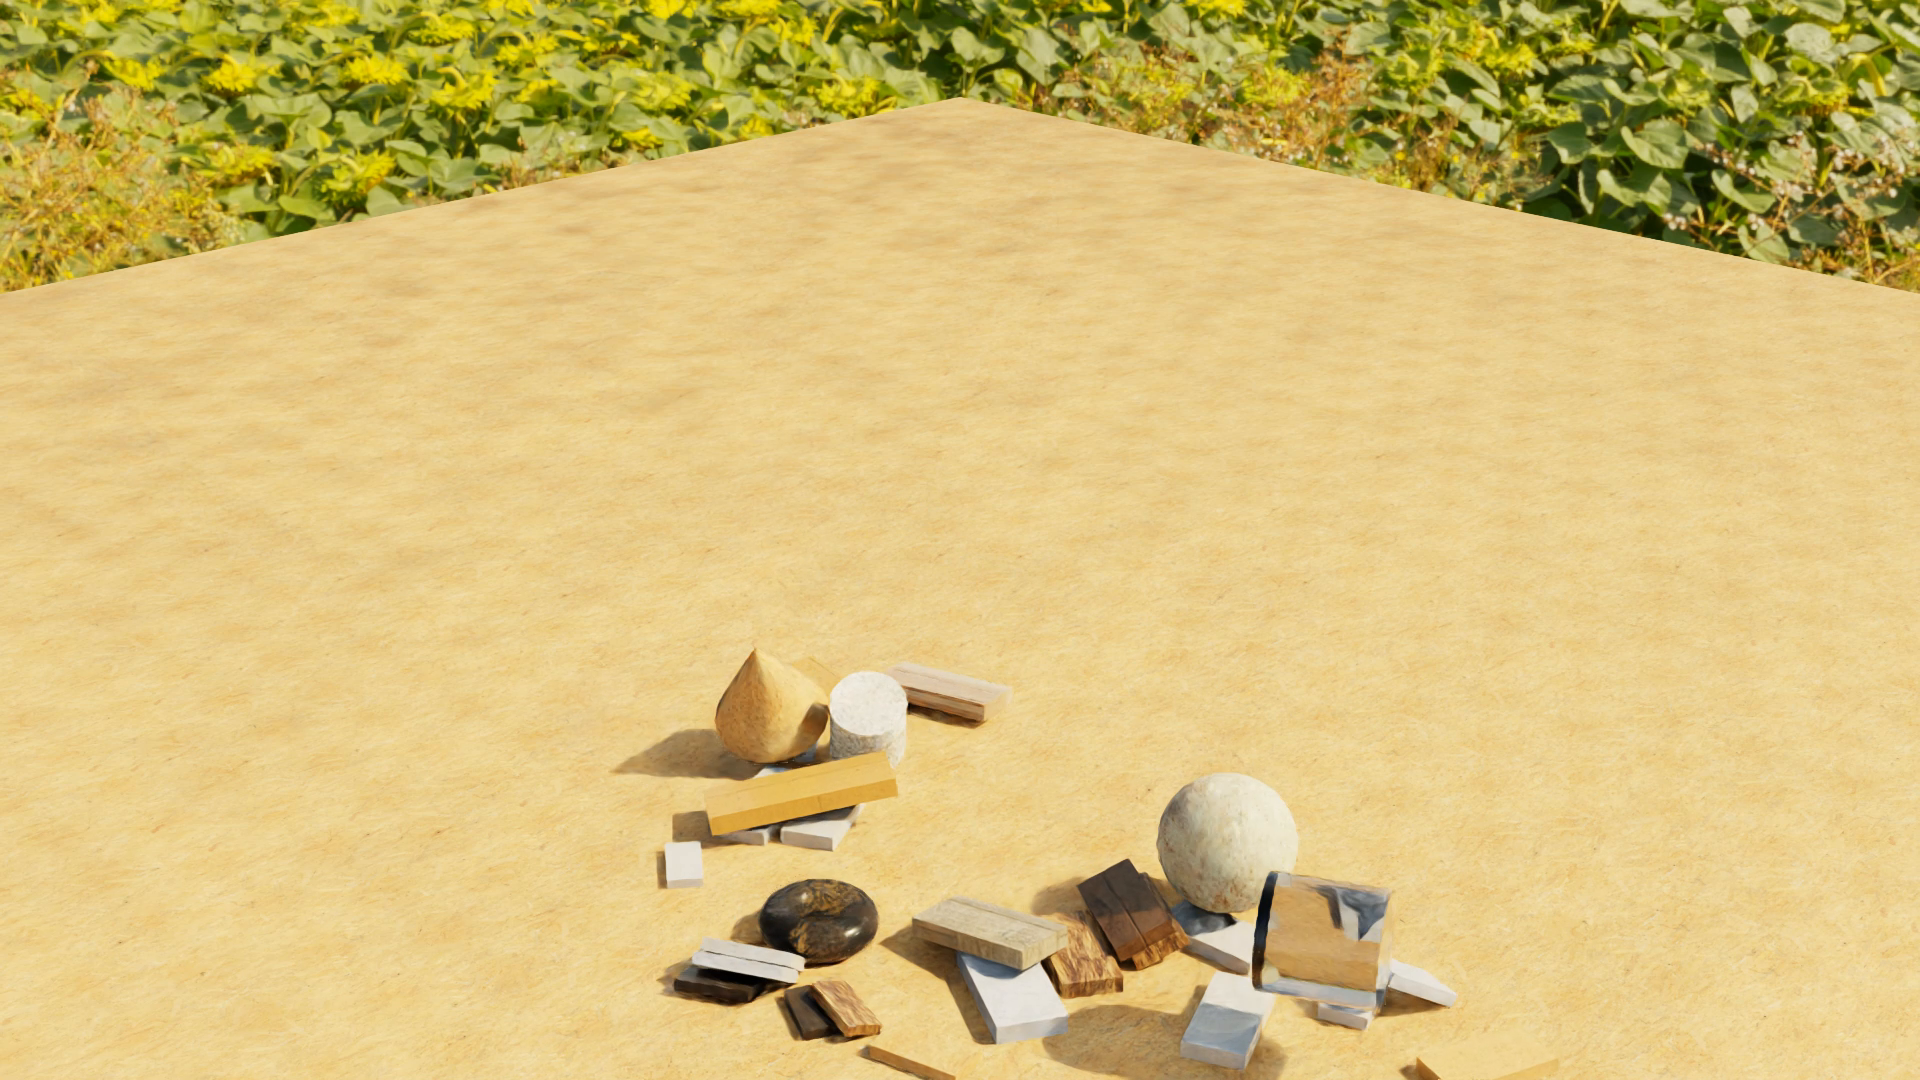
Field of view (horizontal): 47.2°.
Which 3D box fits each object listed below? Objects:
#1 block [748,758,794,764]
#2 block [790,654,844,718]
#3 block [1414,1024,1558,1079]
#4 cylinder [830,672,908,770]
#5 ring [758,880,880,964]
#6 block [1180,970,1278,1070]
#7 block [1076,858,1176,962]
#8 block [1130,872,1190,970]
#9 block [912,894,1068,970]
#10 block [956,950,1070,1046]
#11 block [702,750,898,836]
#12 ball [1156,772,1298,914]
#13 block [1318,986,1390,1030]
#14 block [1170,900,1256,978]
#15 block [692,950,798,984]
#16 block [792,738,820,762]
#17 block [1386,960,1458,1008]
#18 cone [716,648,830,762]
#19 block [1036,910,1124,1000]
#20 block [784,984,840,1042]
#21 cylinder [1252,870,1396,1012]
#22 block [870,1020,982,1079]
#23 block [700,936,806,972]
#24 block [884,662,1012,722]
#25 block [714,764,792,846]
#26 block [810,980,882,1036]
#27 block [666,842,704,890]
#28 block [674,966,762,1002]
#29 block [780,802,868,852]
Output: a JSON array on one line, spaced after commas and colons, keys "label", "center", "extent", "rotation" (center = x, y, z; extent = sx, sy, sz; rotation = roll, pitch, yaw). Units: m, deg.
[{"label": "block", "center": [-0.396, 0.453, 4.654], "extent": [0.097, 0.014, 0.049], "rotation": [-4, 22, 14]}, {"label": "block", "center": [-0.319, 0.330, 4.921], "extent": [0.109, 0.031, 0.219], "rotation": [-25, 32, -27]}, {"label": "block", "center": [0.877, 0.874, 3.663], "extent": [0.211, 0.030, 0.105], "rotation": [-11, 25, -23]}, {"label": "cylinder", "center": [-0.192, 0.384, 4.576], "extent": [0.160, 0.160, 0.160], "rotation": [2, 52, -2]}, {"label": "ring", "center": [-0.258, 0.696, 4.027], "extent": [0.221, 0.074, 0.221], "rotation": [1, 23, 0]}, {"label": "block", "center": [0.464, 0.824, 3.779], "extent": [0.111, 0.031, 0.222], "rotation": [9, 25, 20]}, {"label": "block", "center": [0.302, 0.675, 4.028], "extent": [0.111, 0.031, 0.222], "rotation": [-28, 27, -4]}, {"label": "block", "center": [0.334, 0.696, 4.029], "extent": [0.105, 0.030, 0.211], "rotation": [-28, 27, -3]}, {"label": "block", "center": [0.052, 0.704, 3.961], "extent": [0.257, 0.036, 0.129], "rotation": [9, 18, 39]}, {"label": "block", "center": [0.090, 0.787, 3.860], "extent": [0.129, 0.036, 0.257], "rotation": [-6, 24, -14]}, {"label": "block", "center": [-0.319, 0.504, 4.389], "extent": [0.375, 0.039, 0.138], "rotation": [-11, 20, -8]}, {"label": "ball", "center": [0.490, 0.556, 4.035], "extent": [0.258, 0.258, 0.258], "rotation": [0, 23, 0]}, {"label": "block", "center": [0.699, 0.790, 3.866], "extent": [0.088, 0.025, 0.190], "rotation": [11, 25, 24]}, {"label": "block", "center": [0.471, 0.724, 4.017], "extent": [0.211, 0.030, 0.105], "rotation": [19, 30, 38]}, {"label": "block", "center": [-0.380, 0.755, 3.890], "extent": [0.170, 0.024, 0.085], "rotation": [7, -13, 16]}, {"label": "block", "center": [-0.331, 0.445, 4.695], "extent": [0.049, 0.014, 0.097], "rotation": [2, 23, 5]}, {"label": "block", "center": [0.776, 0.761, 3.820], "extent": [0.176, 0.025, 0.088], "rotation": [24, 6, -36]}, {"label": "cone", "center": [-0.405, 0.291, 4.536], "extent": [0.242, 0.242, 0.242], "rotation": [-3, 51, 3]}, {"label": "block", "center": [0.210, 0.745, 3.964], "extent": [0.111, 0.031, 0.222], "rotation": [-5, 23, -11]}, {"label": "block", "center": [-0.257, 0.817, 3.810], "extent": [0.066, 0.019, 0.132], "rotation": [-8, 24, -17]}, {"label": "cylinder", "center": [0.598, 0.656, 3.603], "extent": [0.200, 0.200, 0.200], "rotation": [7, 24, 18]}, {"label": "block", "center": [-0.058, 0.862, 3.697], "extent": [0.170, 0.024, 0.085], "rotation": [13, 26, 28]}, {"label": "block", "center": [-0.369, 0.739, 3.921], "extent": [0.170, 0.024, 0.085], "rotation": [8, -15, 14]}, {"label": "block", "center": [-0.038, 0.336, 4.892], "extent": [0.275, 0.039, 0.138], "rotation": [12, 18, 25]}, {"label": "block", "center": [-0.394, 0.536, 4.458], "extent": [0.109, 0.031, 0.256], "rotation": [8, 24, 18]}, {"label": "block", "center": [-0.198, 0.808, 3.797], "extent": [0.069, 0.020, 0.138], "rotation": [5, 20, -35]}, {"label": "block", "center": [-0.534, 0.629, 4.254], "extent": [0.069, 0.020, 0.138], "rotation": [-3, 23, -8]}, {"label": "block", "center": [-0.425, 0.782, 3.874], "extent": [0.138, 0.020, 0.069], "rotation": [6, 11, 14]}, {"label": "block", "center": [-0.269, 0.551, 4.423], "extent": [0.109, 0.031, 0.219], "rotation": [7, 24, 16]}]
